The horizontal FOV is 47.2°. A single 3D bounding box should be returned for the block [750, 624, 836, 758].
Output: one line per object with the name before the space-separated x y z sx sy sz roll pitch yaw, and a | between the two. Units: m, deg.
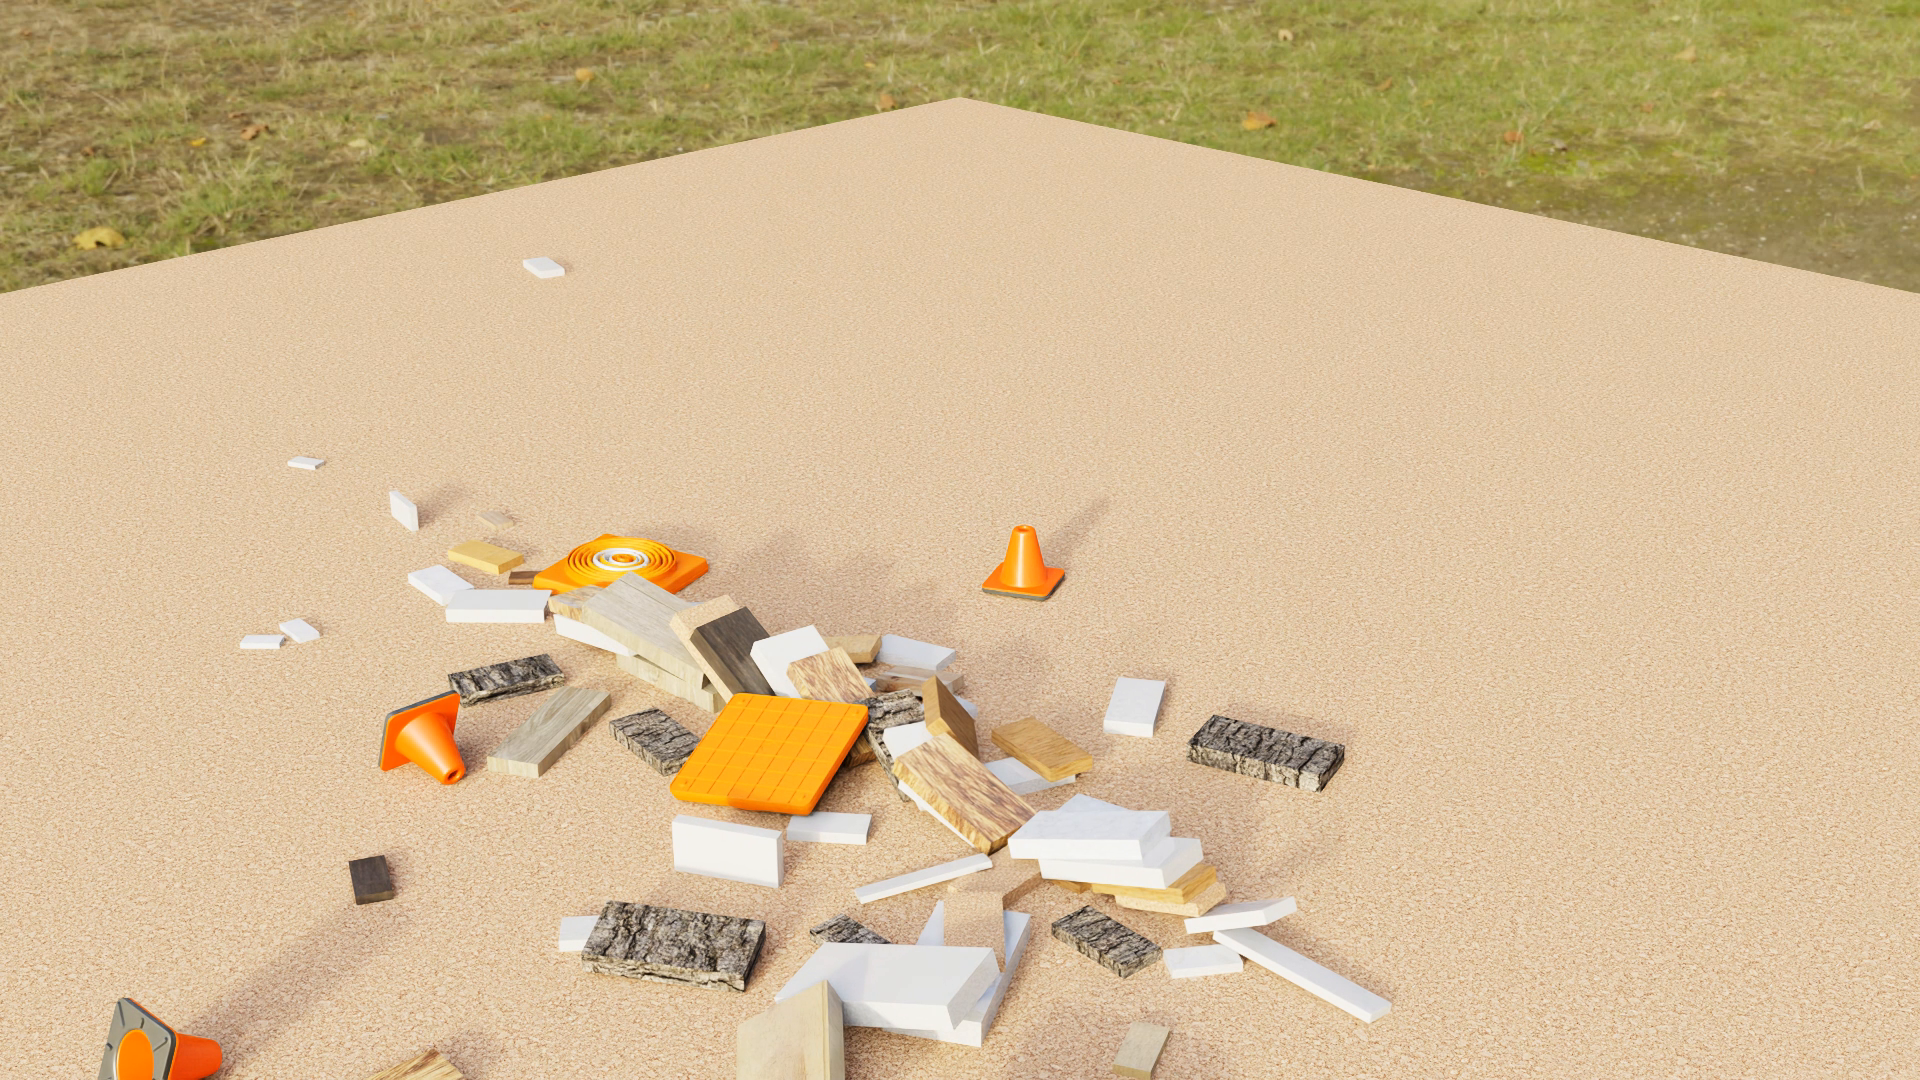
block | -0.314 0.326 4.761 0.151 0.043 0.301 -16 56 -33

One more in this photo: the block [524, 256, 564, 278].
block | -1.531 -1.003 8.091 0.091 0.026 0.182 -13 26 -28

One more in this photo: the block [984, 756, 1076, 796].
block | 0.123 0.489 4.570 0.209 0.030 0.104 -11 25 -24

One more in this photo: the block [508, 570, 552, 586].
block | -1.078 0.095 5.519 0.103 0.015 0.051 -1 23 -3

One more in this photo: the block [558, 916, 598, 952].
block | -0.653 0.720 4.036 0.158 0.022 0.079 -2 23 -5

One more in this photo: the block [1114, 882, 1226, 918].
block | 0.393 0.662 4.104 0.187 0.027 0.094 0 17 41

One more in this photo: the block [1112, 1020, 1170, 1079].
block | 0.306 0.861 3.709 0.065 0.018 0.130 8 24 18

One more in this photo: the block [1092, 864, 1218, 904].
block | 0.362 0.635 4.119 0.214 0.030 0.107 0 17 43

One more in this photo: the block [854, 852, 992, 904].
block | -0.070 0.643 4.182 0.262 0.013 0.046 -14 16 -14

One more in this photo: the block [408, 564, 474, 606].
block | -1.289 0.111 5.466 0.089 0.025 0.178 -18 29 -36

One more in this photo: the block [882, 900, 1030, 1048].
block | -0.001 0.764 3.898 0.174 0.049 0.348 6 24 14

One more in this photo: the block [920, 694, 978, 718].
block | -0.059 0.388 4.813 0.182 0.026 0.091 -20 30 -39

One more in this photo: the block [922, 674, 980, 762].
block | -0.020 0.387 4.640 0.038 0.134 0.268 -38 14 7

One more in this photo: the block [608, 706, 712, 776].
block | -0.642 0.430 4.705 0.117 0.033 0.233 -17 28 -34

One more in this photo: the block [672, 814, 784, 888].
block | -0.445 0.597 4.217 0.215 0.108 0.030 7 24 16

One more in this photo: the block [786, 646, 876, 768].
block | -0.246 0.355 4.703 0.134 0.038 0.268 -17 56 -33

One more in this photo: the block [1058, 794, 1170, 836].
block | 0.299 0.569 4.381 0.213 0.030 0.107 15 27 31

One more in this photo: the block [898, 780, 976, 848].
block | -0.011 0.522 4.403 0.209 0.030 0.104 35 42 26

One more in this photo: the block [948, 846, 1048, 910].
block | 0.086 0.645 4.202 0.107 0.030 0.214 17 29 35

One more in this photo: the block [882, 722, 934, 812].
block | -0.070 0.461 4.512 0.104 0.030 0.209 -9 44 -23

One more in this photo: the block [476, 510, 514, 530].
block | -1.240 -0.053 5.866 0.051 0.015 0.103 -18 29 -36

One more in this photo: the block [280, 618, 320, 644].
block | -1.572 0.216 5.233 0.051 0.015 0.103 -19 29 -37

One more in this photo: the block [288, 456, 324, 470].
block | -1.861 -0.219 6.260 0.092 0.013 0.046 9 25 20

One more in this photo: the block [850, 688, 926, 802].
block | -0.112 0.427 4.597 0.134 0.038 0.268 -11 44 -25

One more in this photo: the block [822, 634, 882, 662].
block | -0.280 0.254 5.089 0.182 0.026 0.091 -3 23 16

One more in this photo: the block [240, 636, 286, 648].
block | -1.642 0.240 5.179 0.092 0.013 0.046 0 23 1

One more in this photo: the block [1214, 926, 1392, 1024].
block | 0.605 0.765 3.907 0.343 0.018 0.065 24 24 39

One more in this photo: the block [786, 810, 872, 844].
block | -0.260 0.573 4.382 0.158 0.022 0.079 3 23 6

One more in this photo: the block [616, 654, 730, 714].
block | -0.609 0.292 5.010 0.341 0.048 0.171 20 30 39

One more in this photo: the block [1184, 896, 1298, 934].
block | 0.509 0.681 3.995 0.094 0.027 0.187 -12 -4 -45

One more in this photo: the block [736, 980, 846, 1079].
block | -0.275 0.866 3.554 0.175 0.049 0.349 -29 22 8

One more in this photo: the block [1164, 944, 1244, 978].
block | 0.437 0.756 3.954 0.130 0.018 0.065 -4 23 -9

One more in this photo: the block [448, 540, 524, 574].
block | -1.214 0.043 5.627 0.178 0.025 0.089 15 27 31

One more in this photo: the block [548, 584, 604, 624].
block | -0.868 0.154 5.191 0.117 0.033 0.235 -18 18 -32

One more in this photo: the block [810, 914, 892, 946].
block | -0.192 0.734 4.001 0.079 0.022 0.158 -20 30 -40

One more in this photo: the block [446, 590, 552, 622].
block | -1.117 0.160 5.341 0.235 0.033 0.117 0 23 1

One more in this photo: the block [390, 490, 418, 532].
block | -1.481 -0.078 5.857 0.019 0.068 0.137 -15 27 -32

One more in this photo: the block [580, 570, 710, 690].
block | -0.666 0.201 4.962 0.341 0.048 0.171 28 39 19

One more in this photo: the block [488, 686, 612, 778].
block | -0.883 0.411 4.749 0.117 0.033 0.345 7 24 16

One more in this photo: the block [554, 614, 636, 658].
block | -0.790 0.198 5.143 0.171 0.048 0.341 -19 18 -35

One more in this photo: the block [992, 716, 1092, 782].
block | 0.170 0.438 4.614 0.107 0.030 0.213 -15 27 -31

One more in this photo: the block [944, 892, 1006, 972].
block | 0.025 0.702 3.942 0.107 0.030 0.214 0 23 -1

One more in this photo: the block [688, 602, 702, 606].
block | -0.623 0.200 5.258 0.089 0.025 0.191 -2 23 -5

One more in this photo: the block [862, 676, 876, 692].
block | -0.290 0.326 4.958 0.182 0.026 0.091 11 26 25

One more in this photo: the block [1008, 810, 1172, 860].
block | 0.247 0.563 4.201 0.278 0.039 0.139 -4 15 31

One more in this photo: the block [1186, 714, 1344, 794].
block | 0.645 0.450 4.646 0.298 0.042 0.149 12 26 26

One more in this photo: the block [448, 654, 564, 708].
block | -1.026 0.317 4.971 0.233 0.033 0.117 -12 26 -26

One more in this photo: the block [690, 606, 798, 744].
block | -0.441 0.292 4.810 0.151 0.043 0.301 -24 67 -44

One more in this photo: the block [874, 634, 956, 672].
block | -0.112 0.265 5.104 0.182 0.026 0.091 12 26 27

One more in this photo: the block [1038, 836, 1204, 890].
block | 0.303 0.602 4.156 0.278 0.039 0.139 -2 16 38

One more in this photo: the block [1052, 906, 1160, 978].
block | 0.265 0.731 4.005 0.094 0.027 0.187 -19 30 -38

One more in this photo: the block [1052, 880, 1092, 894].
block | 0.246 0.636 4.238 0.068 0.019 0.137 19 29 37

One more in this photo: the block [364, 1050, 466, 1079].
block | -0.925 0.908 3.582 0.215 0.030 0.108 -19 29 -37

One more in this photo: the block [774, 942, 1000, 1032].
block | -0.126 0.763 3.771 0.348 0.049 0.174 -5 21 31

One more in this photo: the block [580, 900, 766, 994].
block | -0.513 0.729 3.950 0.298 0.042 0.149 6 31 9

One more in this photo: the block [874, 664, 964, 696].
block | -0.091 0.319 4.941 0.182 0.026 0.091 6 21 35

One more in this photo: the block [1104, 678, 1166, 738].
block | 0.386 0.368 4.855 0.107 0.030 0.213 5 23 11

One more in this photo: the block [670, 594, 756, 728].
block | -0.495 0.266 4.865 0.151 0.043 0.301 -21 65 -43

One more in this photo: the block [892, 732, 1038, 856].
block | 0.011 0.504 4.377 0.139 0.039 0.278 -24 51 -39

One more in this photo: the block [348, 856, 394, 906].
block | -1.127 0.650 4.204 0.068 0.019 0.137 -8 24 -18
